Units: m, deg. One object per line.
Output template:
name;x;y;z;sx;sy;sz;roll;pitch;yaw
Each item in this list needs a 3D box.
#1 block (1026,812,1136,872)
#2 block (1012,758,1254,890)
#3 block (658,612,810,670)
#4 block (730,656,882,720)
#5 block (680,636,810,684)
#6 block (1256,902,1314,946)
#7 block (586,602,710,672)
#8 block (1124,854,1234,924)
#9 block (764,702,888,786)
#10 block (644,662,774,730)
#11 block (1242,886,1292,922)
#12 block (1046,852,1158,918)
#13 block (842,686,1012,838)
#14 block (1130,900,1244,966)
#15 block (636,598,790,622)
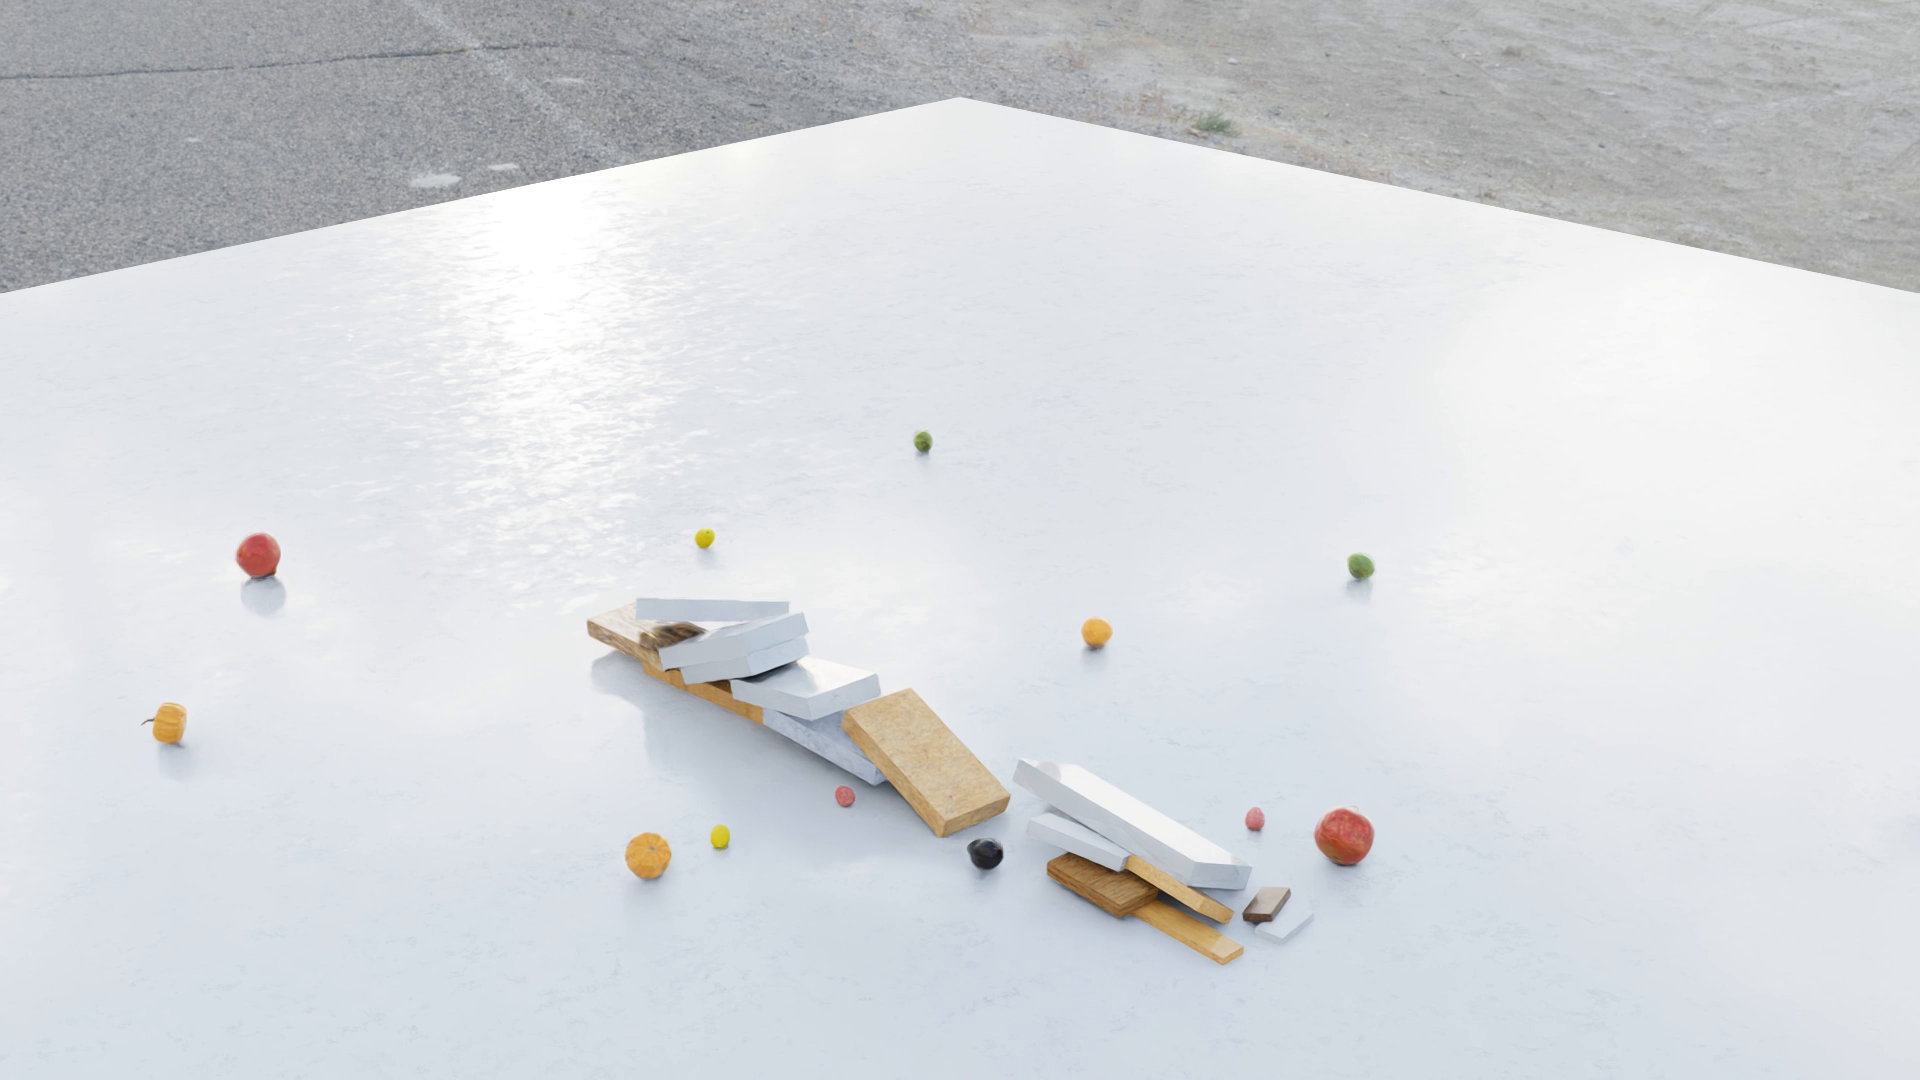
block;0.236;0.579;4.216;0.200;0.028;0.100;20;9;23
block;0.331;0.553;4.311;0.171;0.049;0.507;12;10;-43
block;-0.501;0.223;4.837;0.171;0.049;0.343;-19;5;-39
block;-0.331;0.310;4.666;0.172;0.049;0.344;-18;14;-31
block;-0.473;0.264;4.811;0.152;0.043;0.304;-19;4;-35
block;0.601;0.710;4.067;0.057;0.016;0.113;18;29;36
block;-0.712;0.220;5.082;0.152;0.043;0.304;-20;27;-39
block;0.410;0.653;4.114;0.100;0.028;0.200;30;-2;-43
block;-0.237;0.402;4.648;0.344;0.049;0.172;24;33;38
block;-0.453;0.337;4.911;0.585;0.043;0.152;19;29;37
block;0.574;0.681;4.111;0.057;0.016;0.113;-4;15;28
block;0.269;0.645;4.164;0.100;0.028;0.200;-18;29;-37
block;-0.071;0.449;4.486;0.172;0.049;0.344;-17;48;-37
block;0.379;0.701;4.087;0.057;0.016;0.342;-19;30;-38
block;-0.565;0.162;5.018;0.343;0.049;0.171;2;-3;-8
